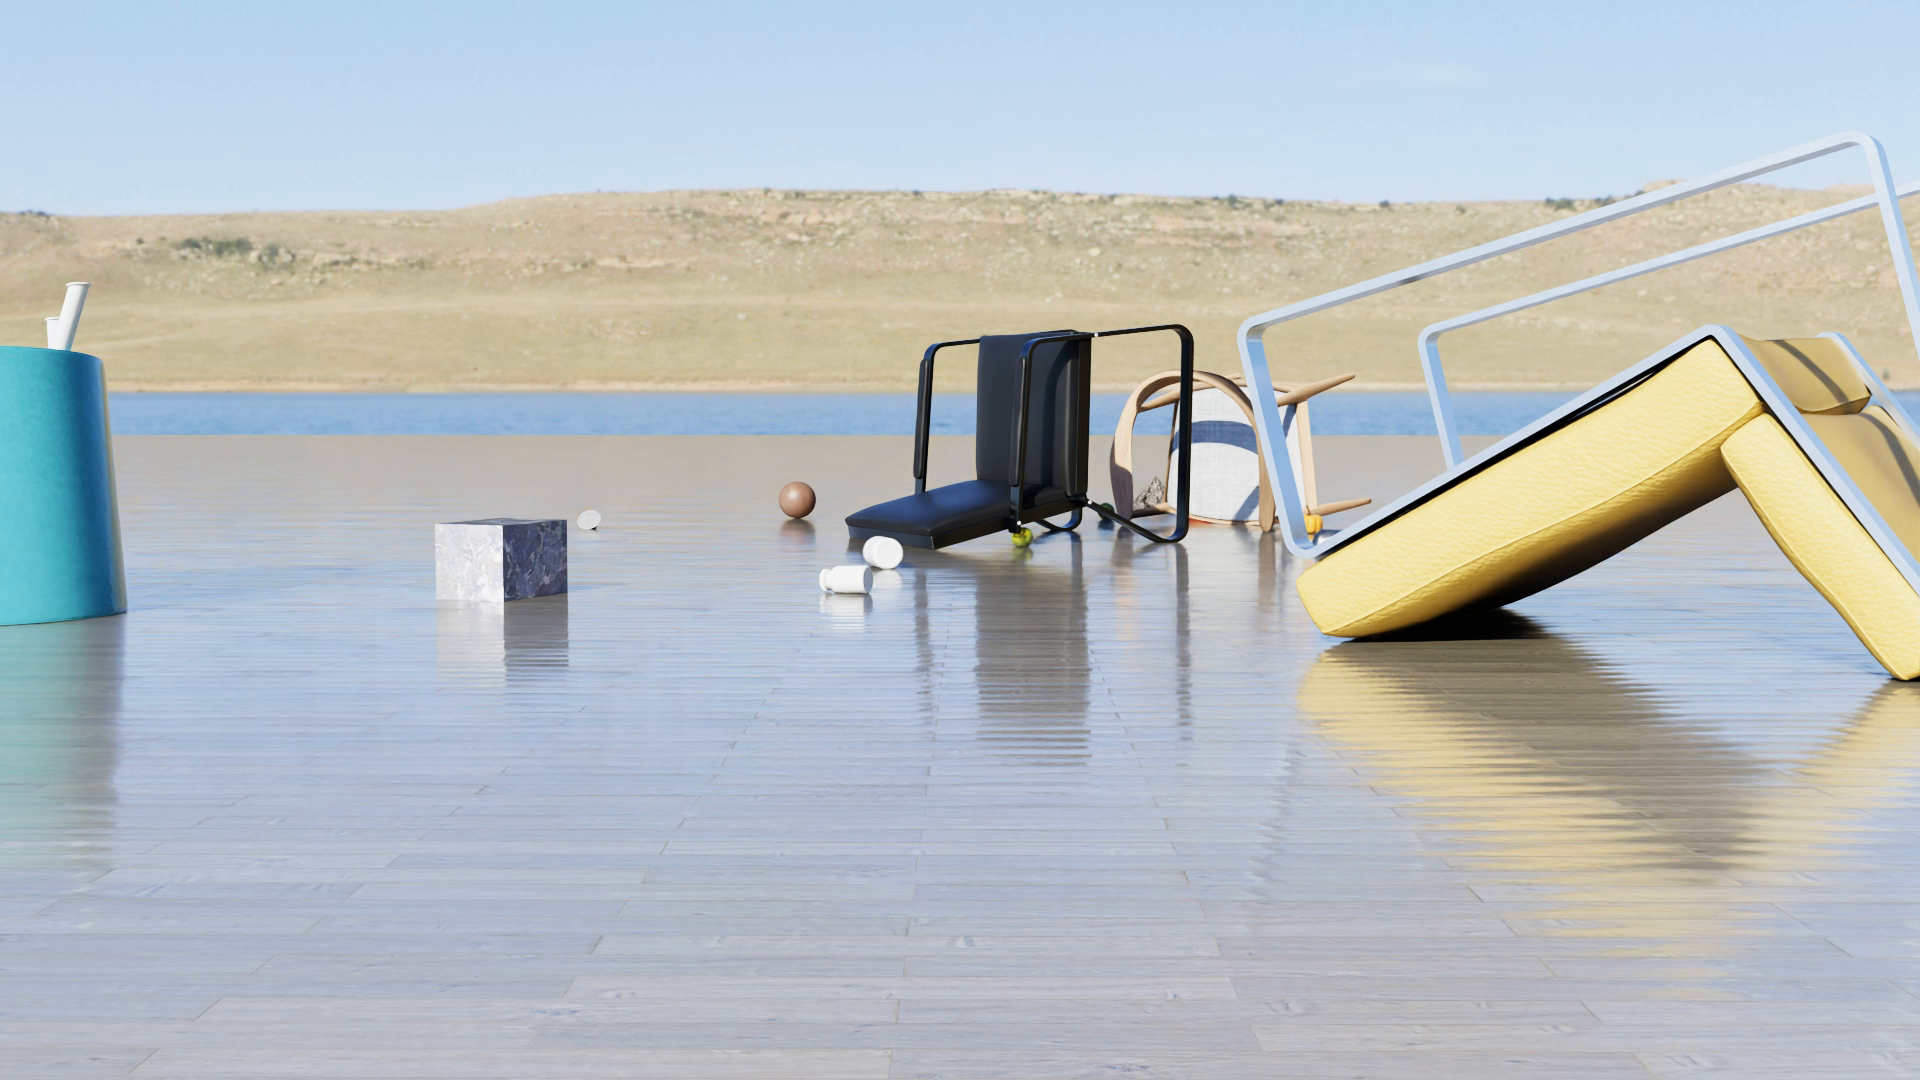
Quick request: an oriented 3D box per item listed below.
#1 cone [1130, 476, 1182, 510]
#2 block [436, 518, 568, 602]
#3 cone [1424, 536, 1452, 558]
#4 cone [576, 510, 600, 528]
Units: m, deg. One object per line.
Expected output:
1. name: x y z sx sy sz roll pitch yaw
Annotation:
1. cone: 0.740 -0.182 8.313 0.194 0.121 0.232 3 5 36
2. block: -0.994 0.041 4.779 0.173 0.161 0.239 2 4 24
3. cone: 1.258 0.034 5.825 0.065 0.066 0.076 -27 -18 1
4. cone: -1.186 -0.052 7.089 0.080 0.067 0.063 -3 -29 15
